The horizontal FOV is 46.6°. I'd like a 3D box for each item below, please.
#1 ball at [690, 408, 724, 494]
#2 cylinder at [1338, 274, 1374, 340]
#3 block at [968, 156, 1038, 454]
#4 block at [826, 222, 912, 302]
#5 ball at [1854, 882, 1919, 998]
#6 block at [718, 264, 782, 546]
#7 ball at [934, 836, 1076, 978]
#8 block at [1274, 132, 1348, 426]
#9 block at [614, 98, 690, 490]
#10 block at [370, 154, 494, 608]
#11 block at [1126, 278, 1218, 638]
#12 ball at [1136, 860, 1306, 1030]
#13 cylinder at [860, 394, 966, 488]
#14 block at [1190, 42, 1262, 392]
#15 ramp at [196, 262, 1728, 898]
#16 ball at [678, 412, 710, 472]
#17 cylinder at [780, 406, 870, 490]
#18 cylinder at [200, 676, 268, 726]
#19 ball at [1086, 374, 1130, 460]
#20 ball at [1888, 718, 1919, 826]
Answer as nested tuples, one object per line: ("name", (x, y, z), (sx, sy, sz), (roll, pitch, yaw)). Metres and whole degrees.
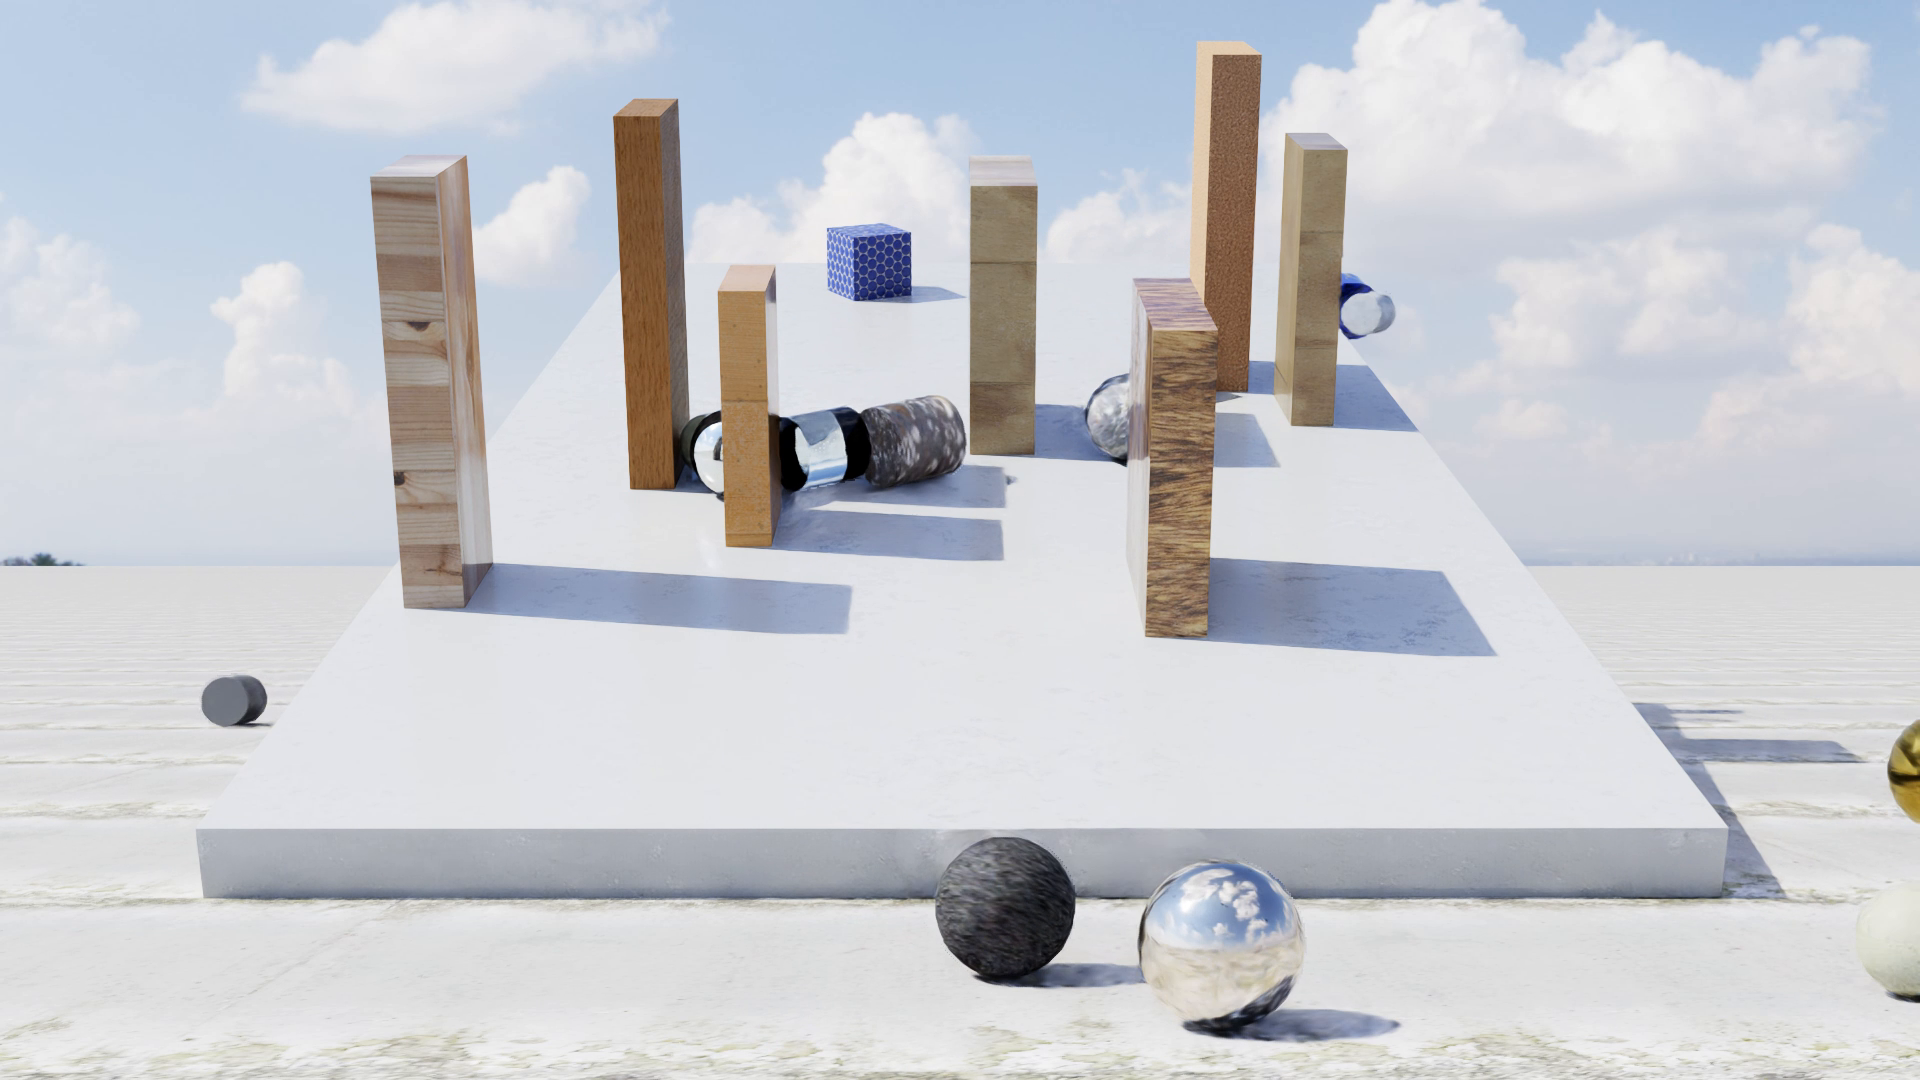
("ball", (-0.438, -0.173, 4.346), (0.176, 0.176, 0.176), (0, -1, 0))
("cylinder", (1.109, -0.668, 6.370), (0.163, 0.163, 0.163), (0, 16, 1))
("block", (0.088, -0.512, 4.780), (0.135, 0.560, 0.441), (0, 18, 0))
("block", (-0.255, -0.781, 6.259), (0.178, 0.178, 0.178), (-9, 20, -26))
("ball", (0.972, 0.407, 2.269), (0.117, 0.117, 0.117), (0, -1, 0))
("block", (-0.384, -0.249, 4.100), (0.084, 0.471, 0.248), (0, 18, 0))
("ball", (0.048, 0.392, 2.381), (0.150, 0.150, 0.150), (0, -1, 0))
("block", (0.770, -0.578, 4.924), (0.093, 0.601, 0.277), (0, 18, 0))
("block", (-0.608, -0.492, 4.436), (0.088, 0.729, 0.294), (0, 18, 0))
("block", (-0.879, -0.266, 3.739), (0.102, 0.720, 0.246), (0, 18, 0))
("block", (0.348, -0.148, 3.729), (0.100, 0.504, 0.427), (0, 18, 0))
("ball", (0.248, 0.385, 2.125), (0.159, 0.159, 0.159), (0, -1, 0))
("cylinder", (-0.101, -0.198, 4.451), (0.162, 0.162, 0.162), (-14, 8, -38))
("block", (0.614, -0.761, 5.223), (0.109, 0.768, 0.328), (0, 18, 0))
("ramp", (-0.003, -0.182, 4.831), (2.000, 0.100, 4.000), (0, 18, 0))
("ball", (-0.500, -0.192, 4.484), (0.129, 0.129, 0.129), (0, -1, 0))
("cylinder", (-0.280, -0.182, 4.425), (0.147, 0.147, 0.147), (-14, 8, -37))
("cylinder", (-1.959, 0.433, 6.024), (0.130, 0.130, 0.130), (0, -1, 5))
("ball", (0.347, -0.255, 4.607), (0.176, 0.176, 0.176), (0, -1, 0))
("ball", (1.600, 0.375, 3.582), (0.205, 0.205, 0.205), (0, -1, 0))
